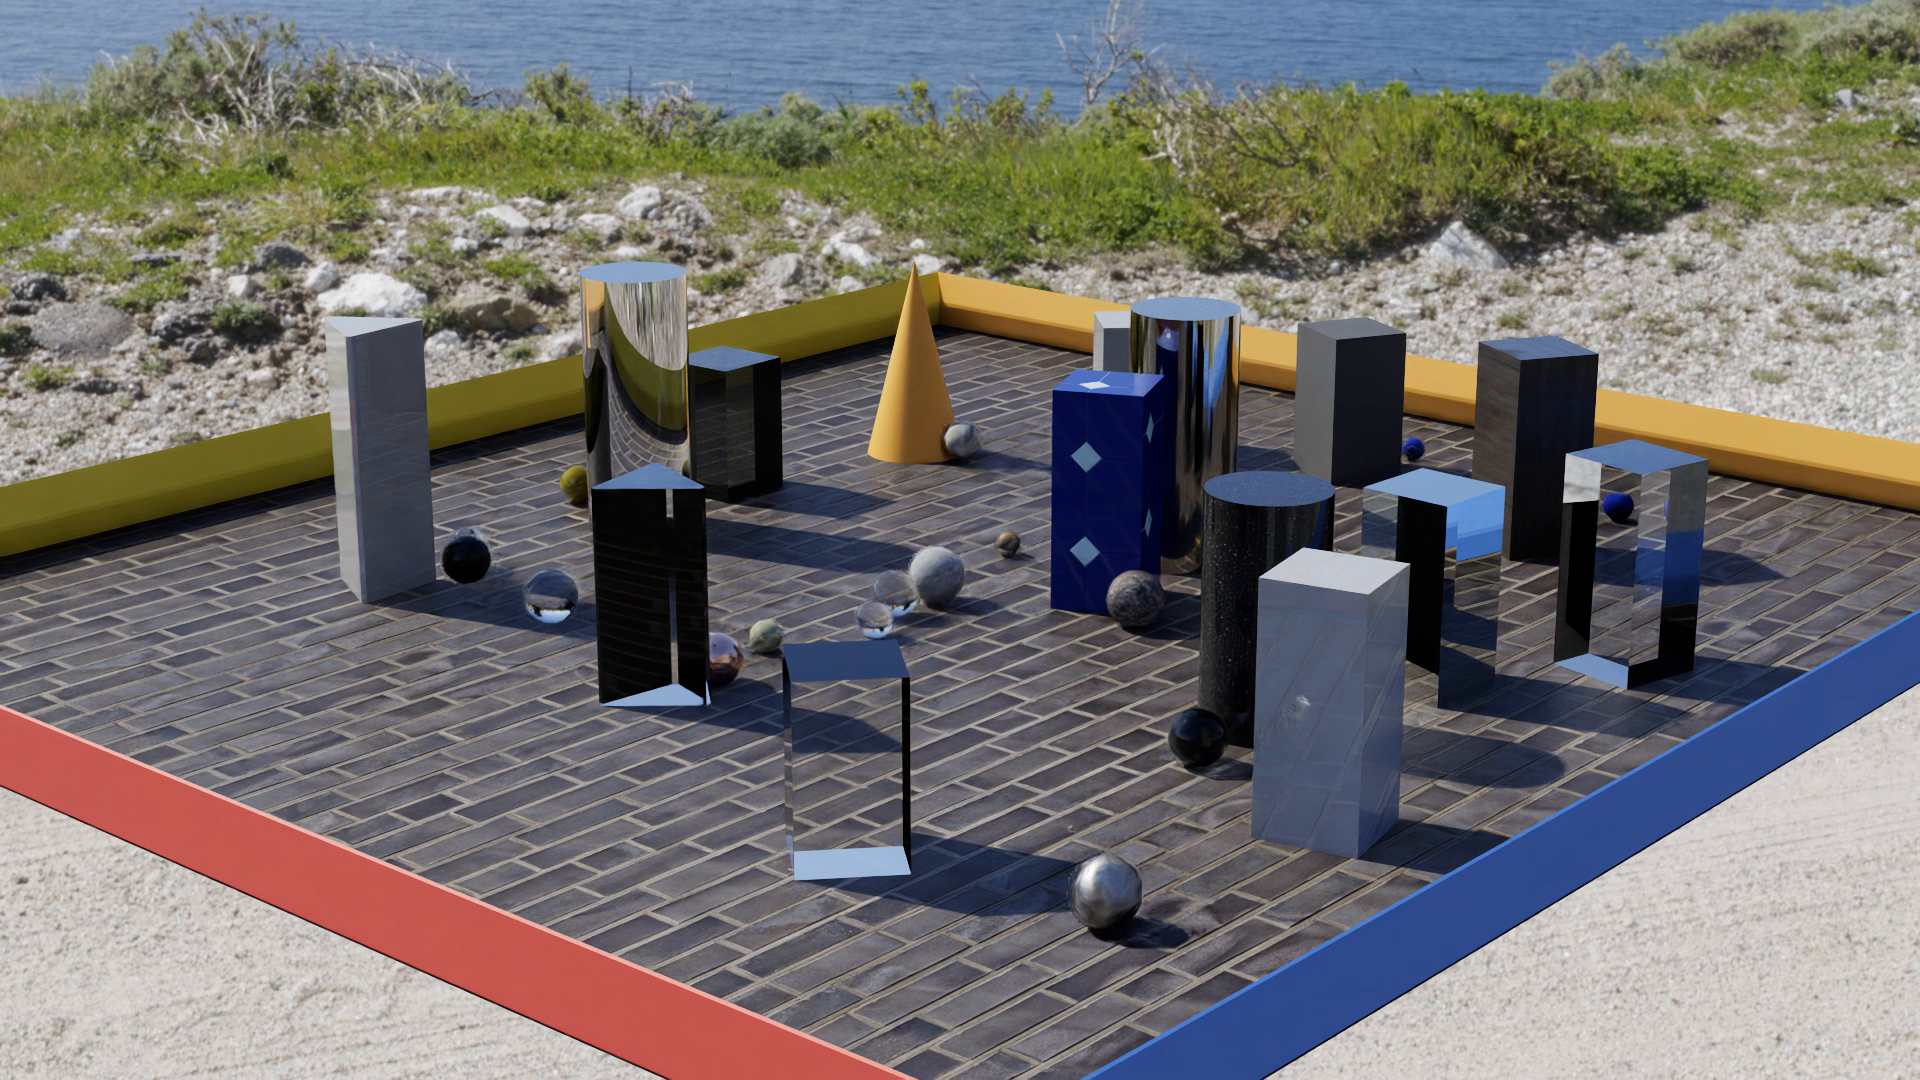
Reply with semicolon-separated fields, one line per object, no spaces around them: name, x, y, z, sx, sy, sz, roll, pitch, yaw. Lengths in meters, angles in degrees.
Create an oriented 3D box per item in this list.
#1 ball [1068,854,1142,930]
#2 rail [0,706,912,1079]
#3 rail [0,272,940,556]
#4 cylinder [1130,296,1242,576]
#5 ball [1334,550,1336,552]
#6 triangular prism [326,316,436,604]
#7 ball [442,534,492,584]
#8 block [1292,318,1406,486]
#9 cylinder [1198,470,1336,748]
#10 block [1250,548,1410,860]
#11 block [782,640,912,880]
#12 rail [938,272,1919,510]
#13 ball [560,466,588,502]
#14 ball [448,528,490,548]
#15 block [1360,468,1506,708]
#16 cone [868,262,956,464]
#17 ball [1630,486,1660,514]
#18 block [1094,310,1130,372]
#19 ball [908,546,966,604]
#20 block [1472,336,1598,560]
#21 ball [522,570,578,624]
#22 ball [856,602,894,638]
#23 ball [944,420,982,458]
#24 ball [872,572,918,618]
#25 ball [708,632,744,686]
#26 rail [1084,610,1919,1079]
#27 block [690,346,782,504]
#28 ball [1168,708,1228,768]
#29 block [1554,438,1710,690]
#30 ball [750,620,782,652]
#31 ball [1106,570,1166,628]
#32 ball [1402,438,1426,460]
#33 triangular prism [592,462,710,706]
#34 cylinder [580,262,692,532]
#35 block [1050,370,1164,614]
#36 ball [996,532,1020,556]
ball;0.188;0.454;3.779;0.096;0.096;0.096;0;17;0
rail;-1.037;0.377;3.976;2.932;0.128;0.045;14;22;39
rail;-1.089;-0.241;6.025;0.045;0.128;3.212;14;22;39
cylinder;0.401;-0.188;5.271;0.197;0.465;0.197;0;17;0
ball;0.638;0.031;5.231;0.067;0.067;0.067;0;17;0
triangular prism;-1.042;-0.149;5.125;0.148;0.474;0.171;12;21;35
ball;-0.873;0.034;5.188;0.088;0.088;0.088;0;17;0
block;0.778;-0.279;5.866;0.158;0.296;0.158;-7;18;-21
cylinder;0.464;0.104;4.448;0.197;0.380;0.197;0;17;0
block;0.511;0.223;4.052;0.158;0.380;0.158;9;19;27
block;-0.154;0.297;3.980;0.158;0.282;0.158;-2;17;-7
rail;1.037;-0.313;6.264;2.932;0.128;0.045;14;22;39
ball;-0.741;-0.108;5.690;0.070;0.070;0.070;0;17;0
ball;-0.883;0.016;5.268;0.075;0.075;0.075;0;17;0
block;0.743;0.074;4.638;0.158;0.328;0.158;15;23;41
cone;-0.092;-0.375;6.003;0.197;0.399;0.197;0;17;0
ball;1.310;-0.076;5.608;0.056;0.056;0.056;0;17;0
block;0.363;-0.323;6.052;0.158;0.272;0.158;-1;17;-4
ball;-0.040;0.061;5.081;0.098;0.098;0.098;0;17;0
block;1.048;-0.170;5.369;0.158;0.374;0.158;-5;18;-17
ball;-0.694;0.096;4.971;0.094;0.094;0.094;0;17;0
ball;-0.143;0.134;4.898;0.063;0.063;0.063;0;17;0
ball;0.005;-0.205;5.968;0.077;0.077;0.077;0;17;0
ball;-0.112;0.093;5.005;0.080;0.080;0.080;0;17;0
ball;-0.389;0.190;4.673;0.087;0.087;0.087;0;17;0
rail;1.089;0.305;4.215;0.045;0.128;3.212;14;22;39
block;-0.461;-0.228;5.754;0.158;0.263;0.158;13;21;37
ball;0.352;0.292;4.332;0.087;0.087;0.087;0;17;0
block;1.078;0.037;4.717;0.158;0.354;0.158;-12;20;-34
ball;-0.320;0.158;4.832;0.055;0.055;0.055;0;17;0
ball;0.297;0.100;4.951;0.099;0.099;0.099;0;17;0
ball;0.927;-0.186;5.991;0.046;0.046;0.046;0;17;0
triangular prism;-0.480;0.068;4.615;0.171;0.353;0.148;0;17;-1
cylinder;-0.602;-0.261;5.473;0.197;0.487;0.197;0;17;0
block;0.254;-0.083;5.054;0.158;0.388;0.158;5;17;16
ball;0.088;0.006;5.354;0.044;0.044;0.044;0;17;0
